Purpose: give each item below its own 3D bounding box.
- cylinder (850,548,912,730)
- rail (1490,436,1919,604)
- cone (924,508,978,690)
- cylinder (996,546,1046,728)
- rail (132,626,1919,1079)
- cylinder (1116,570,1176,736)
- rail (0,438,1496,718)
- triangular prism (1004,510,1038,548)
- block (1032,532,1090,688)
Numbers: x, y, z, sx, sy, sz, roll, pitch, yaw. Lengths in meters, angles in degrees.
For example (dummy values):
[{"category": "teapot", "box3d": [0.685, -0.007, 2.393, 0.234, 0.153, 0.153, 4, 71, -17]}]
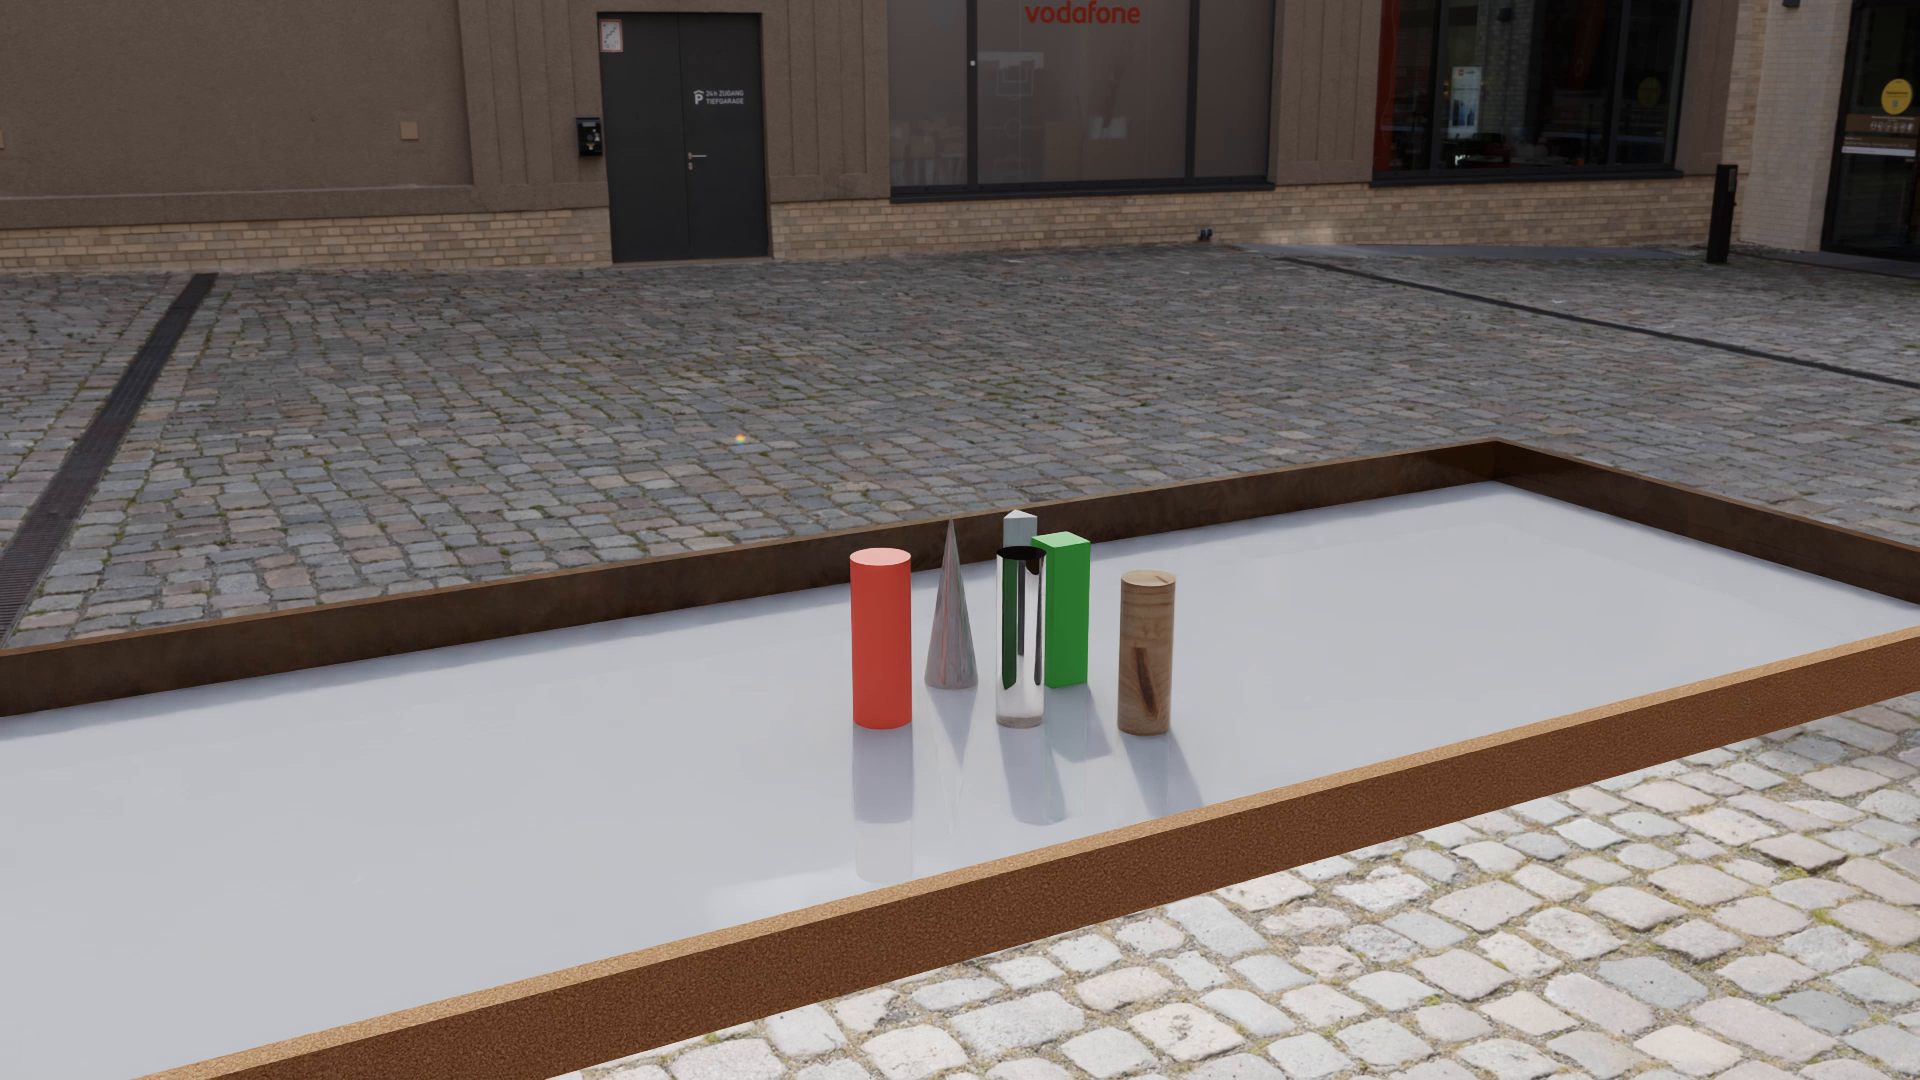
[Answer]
[{"category": "cylinder", "box3d": [-0.184, 0.230, 3.860, 0.140, 0.401, 0.140, 0, 16, 0]}, {"category": "rail", "box3d": [2.466, -0.048, 5.253, 0.050, 0.150, 2.100, -9, 18, -27]}, {"category": "cone", "box3d": [-0.022, 0.137, 4.095, 0.140, 0.447, 0.140, 0, 16, 0]}, {"category": "cylinder", "box3d": [0.141, 0.227, 3.851, 0.115, 0.412, 0.115, 0, 16, 0]}, {"category": "rail", "box3d": [-2.336, 1.006, 1.665, 12.000, 0.150, 0.050, -9, 18, -27]}, {"category": "cylinder", "box3d": [0.431, 0.261, 3.820, 0.125, 0.365, 0.125, 0, 16, 0]}, {"category": "rail", "box3d": [-3.305, 0.497, 3.399, 12.000, 0.150, 0.050, -9, 18, -27]}, {"category": "triangular prism", "box3d": [0.151, 0.105, 4.353, 0.087, 0.363, 0.076, -2, 17, -8]}, {"category": "block", "box3d": [0.248, 0.174, 4.113, 0.105, 0.366, 0.105, -9, 19, -28]}]
